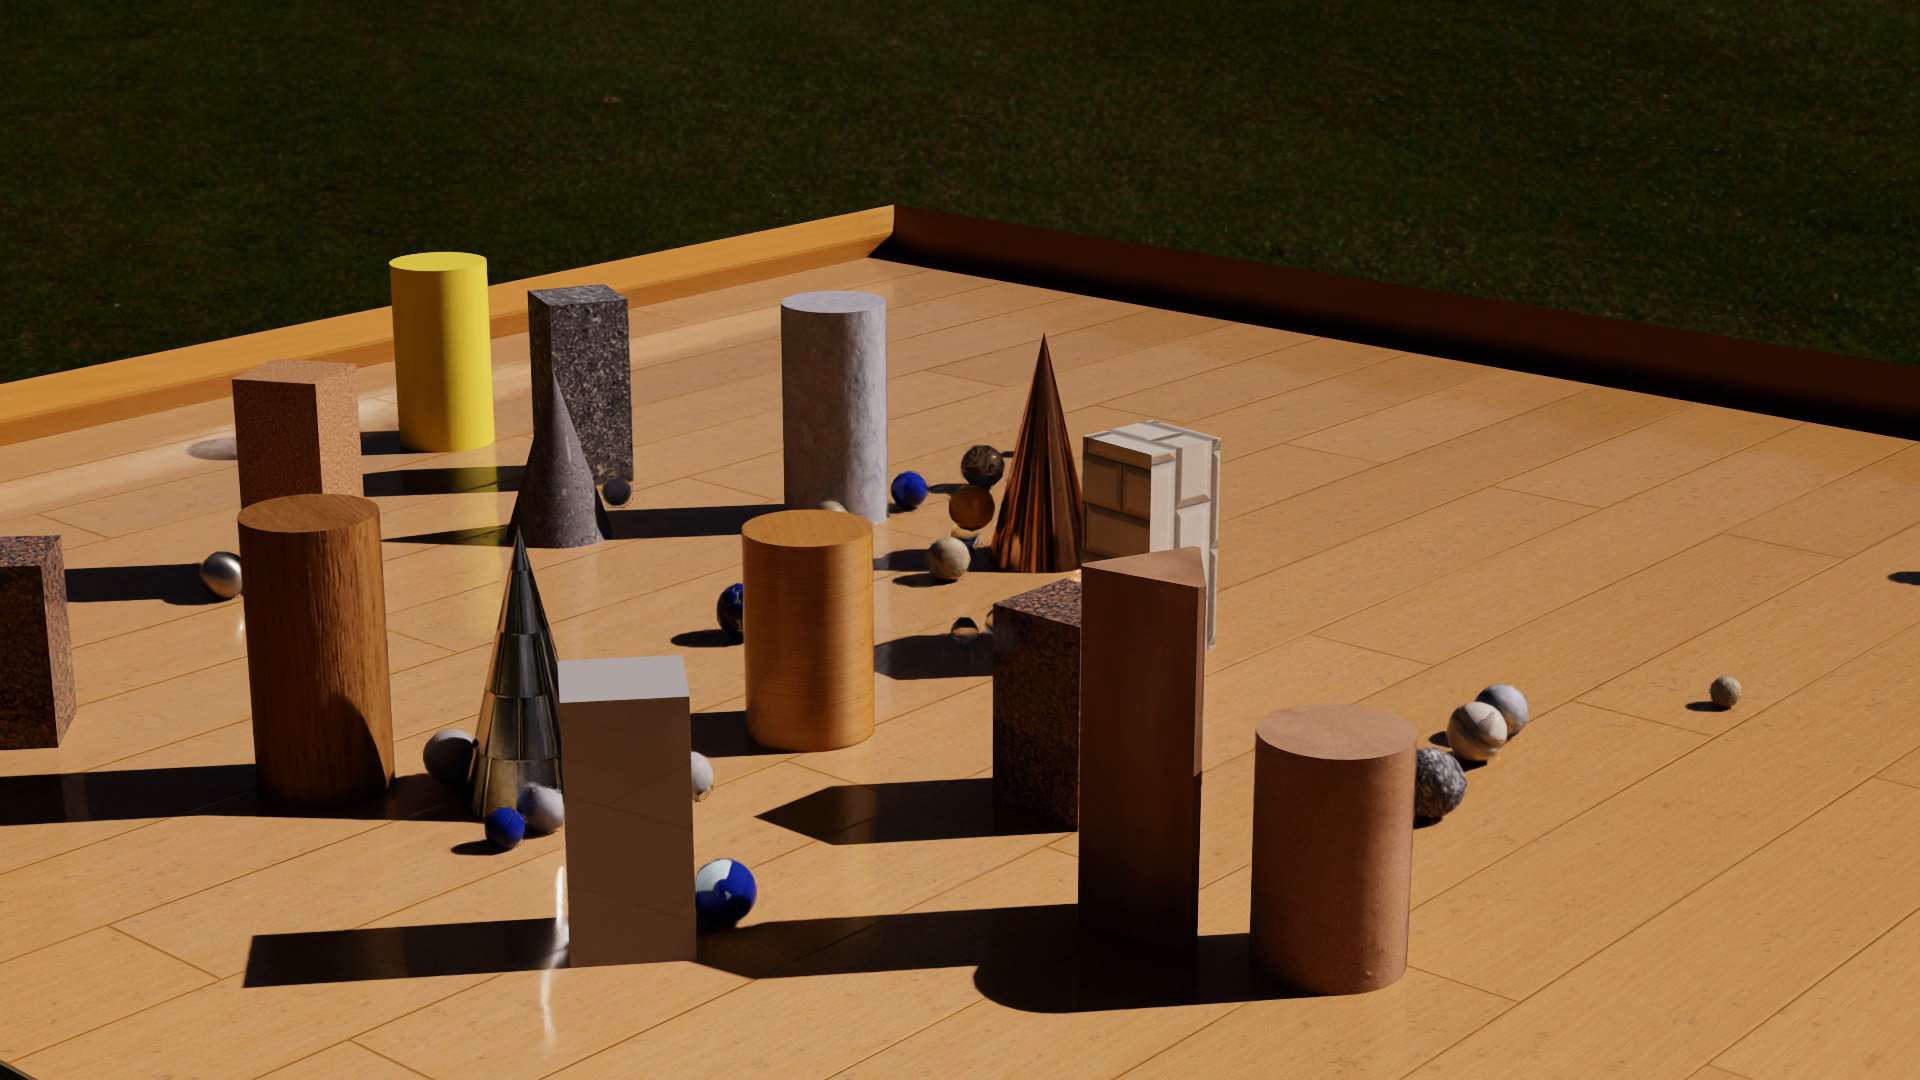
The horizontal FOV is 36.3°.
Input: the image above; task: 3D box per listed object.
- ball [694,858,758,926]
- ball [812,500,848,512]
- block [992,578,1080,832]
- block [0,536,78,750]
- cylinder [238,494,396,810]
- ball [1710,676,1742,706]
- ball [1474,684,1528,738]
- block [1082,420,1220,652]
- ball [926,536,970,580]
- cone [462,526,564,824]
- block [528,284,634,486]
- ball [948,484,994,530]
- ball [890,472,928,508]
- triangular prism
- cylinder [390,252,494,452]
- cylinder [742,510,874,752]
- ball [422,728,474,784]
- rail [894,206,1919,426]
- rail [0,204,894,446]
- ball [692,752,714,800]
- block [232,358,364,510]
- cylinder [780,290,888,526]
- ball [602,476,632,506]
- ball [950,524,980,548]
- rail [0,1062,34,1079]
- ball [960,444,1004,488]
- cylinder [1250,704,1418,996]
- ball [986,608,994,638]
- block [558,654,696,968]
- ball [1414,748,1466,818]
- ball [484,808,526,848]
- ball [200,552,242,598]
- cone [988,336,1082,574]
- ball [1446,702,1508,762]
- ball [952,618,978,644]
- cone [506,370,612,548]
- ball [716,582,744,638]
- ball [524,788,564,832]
[{"bbox_3d":[-0.305,0.456,3.793,0.086,0.086,0.086,0,17,0],"label":"ball"},{"bbox_3d":[-0.242,-0.036,5.439,0.076,0.076,0.076,0,17,0],"label":"ball"},{"bbox_3d":[0.158,0.232,4.162,0.158,0.301,0.158,14,22,39],"label":"block"},{"bbox_3d":[-1.445,0.155,4.440,0.158,0.287,0.158,-2,17,-6],"label":"block"},{"bbox_3d":[-0.923,0.158,4.214,0.198,0.412,0.198,0,17,0],"label":"cylinder"},{"bbox_3d":[1.197,0.237,4.583,0.049,0.049,0.049,0,17,0],"label":"ball"},{"bbox_3d":[0.820,0.260,4.445,0.083,0.083,0.083,0,17,0],"label":"ball"},{"bbox_3d":[0.311,0.004,4.816,0.158,0.359,0.158,-14,22,-39],"label":"block"},{"bbox_3d":[-0.021,0.033,5.209,0.077,0.077,0.077,0,17,0],"label":"ball"},{"bbox_3d":[-0.618,0.175,4.162,0.198,0.410,0.198,0,17,0],"label":"cone"},{"bbox_3d":[-0.754,-0.306,5.828,0.158,0.369,0.158,-7,18,-23],"label":"block"},{"bbox_3d":[0.021,-0.059,5.344,0.085,0.085,0.085,0,17,0],"label":"ball"},{"bbox_3d":[-0.098,-0.096,5.649,0.071,0.071,0.071,0,17,0],"label":"ball"},{"bbox_3d":[0.263,0.259,3.752,0.171,0.486,0.148,10,20,31],"label":"triangular prism"},{"bbox_3d":[-1.075,-0.391,6.091,0.198,0.381,0.198,0,17,0],"label":"cylinder"},{"bbox_3d":[-0.229,0.136,4.443,0.198,0.322,0.198,0,17,0],"label":"cylinder"},{"bbox_3d":[-0.741,0.315,4.267,0.080,0.080,0.080,0,17,0],"label":"ball"},{"bbox_3d":[1.438,-0.446,6.706,4.333,0.128,0.045,14,22,39],"label":"rail"},{"bbox_3d":[-1.618,-0.373,6.465,0.045,0.128,4.434,14,22,39],"label":"rail"},{"bbox_3d":[-0.390,0.338,4.206,0.072,0.072,0.072,0,17,0],"label":"ball"},{"bbox_3d":[-1.166,-0.116,5.188,0.158,0.375,0.158,4,17,14],"label":"block"},{"bbox_3d":[-0.237,-0.246,5.545,0.198,0.418,0.198,0,17,0],"label":"cylinder"},{"bbox_3d":[-0.653,-0.092,5.573,0.056,0.056,0.056,0,17,0],"label":"ball"},{"bbox_3d":[0.011,-0.011,5.393,0.055,0.055,0.055,0,17,0],"label":"ball"},{"bbox_3d":[-1.438,0.510,3.534,4.333,0.128,0.045,14,22,39],"label":"rail"},{"bbox_3d":[0.045,-0.145,5.783,0.087,0.087,0.087,0,17,0],"label":"ball"},{"bbox_3d":[0.463,0.382,3.648,0.198,0.309,0.198,0,17,0],"label":"cylinder"},{"bbox_3d":[0.072,0.138,4.890,0.060,0.060,0.060,0,17,0],"label":"ball"},{"bbox_3d":[-0.421,0.341,3.708,0.158,0.353,0.158,-2,17,-8],"label":"block"},{"bbox_3d":[0.665,0.343,4.143,0.099,0.099,0.099,0,17,0],"label":"ball"},{"bbox_3d":[-0.627,0.397,4.038,0.056,0.056,0.056,0,17,0],"label":"ball"},{"bbox_3d":[-1.284,0.060,5.110,0.082,0.082,0.082,0,17,0],"label":"ball"},{"bbox_3d":[0.150,-0.170,5.287,0.198,0.421,0.198,0,17,0],"label":"cone"},{"bbox_3d":[0.768,0.285,4.353,0.089,0.089,0.089,0,17,0],"label":"ball"},{"bbox_3d":[0.008,0.151,4.872,0.045,0.045,0.045,0,17,0],"label":"ball"},{"bbox_3d":[-0.750,-0.163,5.448,0.198,0.314,0.198,0,17,0],"label":"cone"},{"bbox_3d":[-0.361,0.118,4.898,0.094,0.094,0.094,0,17,0],"label":"ball"},{"bbox_3d":[-0.578,0.377,4.096,0.061,0.061,0.061,0,17,0],"label":"ball"}]
